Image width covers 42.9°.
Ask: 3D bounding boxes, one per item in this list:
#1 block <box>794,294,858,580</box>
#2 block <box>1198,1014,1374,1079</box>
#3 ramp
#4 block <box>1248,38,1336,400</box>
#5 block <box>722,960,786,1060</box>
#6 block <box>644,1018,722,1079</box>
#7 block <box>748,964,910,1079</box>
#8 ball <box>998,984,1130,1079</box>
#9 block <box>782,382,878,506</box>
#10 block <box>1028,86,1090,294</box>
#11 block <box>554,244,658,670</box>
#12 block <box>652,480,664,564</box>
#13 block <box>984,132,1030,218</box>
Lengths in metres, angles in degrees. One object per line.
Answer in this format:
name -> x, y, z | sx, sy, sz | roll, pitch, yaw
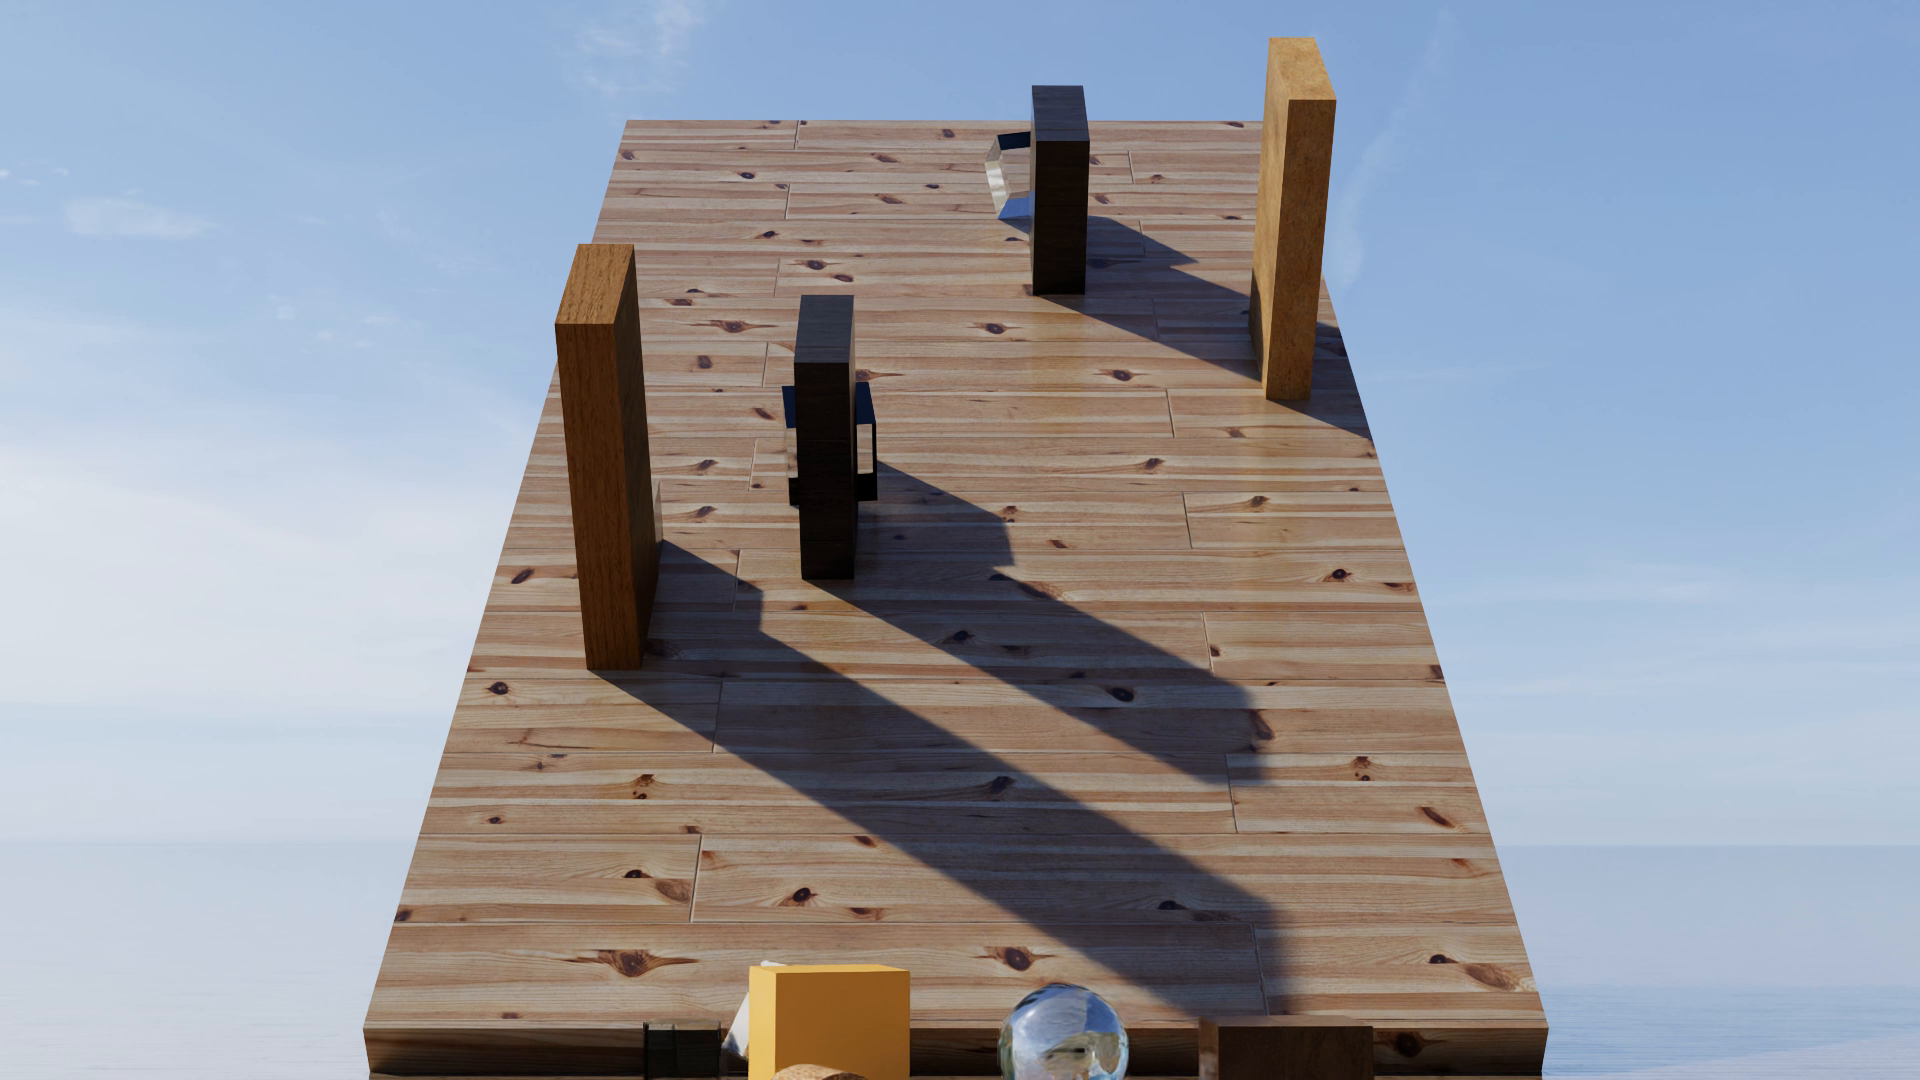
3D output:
block -> -0.287, -0.223, 5.296 | 0.114, 0.530, 0.314 | 0, 32, 0
block -> 0.385, 0.662, 2.901 | 0.180, 0.180, 0.180 | 0, -7, -2
ramp -> -0.015, -0.191, 5.844 | 2.000, 0.100, 4.000 | 0, 32, 0
block -> 0.805, -0.783, 5.969 | 0.109, 0.780, 0.403 | 0, 32, 0
block -> -0.259, 0.764, 3.831 | 0.151, 0.151, 0.151 | 29, -14, -13
block -> -0.431, 0.807, 3.808 | 0.112, 0.112, 0.112 | 0, -7, -3
block -> -0.198, 0.744, 3.662 | 0.201, 0.201, 0.201 | 2, -7, -16
ball -> 0.149, 0.731, 3.498 | 0.188, 0.188, 0.188 | 0, -7, 0
block -> -0.300, -0.222, 5.607 | 0.201, 0.201, 0.201 | -3, 32, -6
block -> 0.262, -0.939, 6.539 | 0.138, 0.437, 0.384 | 0, 32, 0
block -> -0.709, -0.164, 4.951 | 0.111, 0.792, 0.353 | 0, 32, 0
block -> -0.736, -0.027, 5.334 | 0.154, 0.154, 0.154 | 0, 32, -1
block -> 0.189, -1.028, 6.860 | 0.176, 0.176, 0.176 | -9, -14, -14
